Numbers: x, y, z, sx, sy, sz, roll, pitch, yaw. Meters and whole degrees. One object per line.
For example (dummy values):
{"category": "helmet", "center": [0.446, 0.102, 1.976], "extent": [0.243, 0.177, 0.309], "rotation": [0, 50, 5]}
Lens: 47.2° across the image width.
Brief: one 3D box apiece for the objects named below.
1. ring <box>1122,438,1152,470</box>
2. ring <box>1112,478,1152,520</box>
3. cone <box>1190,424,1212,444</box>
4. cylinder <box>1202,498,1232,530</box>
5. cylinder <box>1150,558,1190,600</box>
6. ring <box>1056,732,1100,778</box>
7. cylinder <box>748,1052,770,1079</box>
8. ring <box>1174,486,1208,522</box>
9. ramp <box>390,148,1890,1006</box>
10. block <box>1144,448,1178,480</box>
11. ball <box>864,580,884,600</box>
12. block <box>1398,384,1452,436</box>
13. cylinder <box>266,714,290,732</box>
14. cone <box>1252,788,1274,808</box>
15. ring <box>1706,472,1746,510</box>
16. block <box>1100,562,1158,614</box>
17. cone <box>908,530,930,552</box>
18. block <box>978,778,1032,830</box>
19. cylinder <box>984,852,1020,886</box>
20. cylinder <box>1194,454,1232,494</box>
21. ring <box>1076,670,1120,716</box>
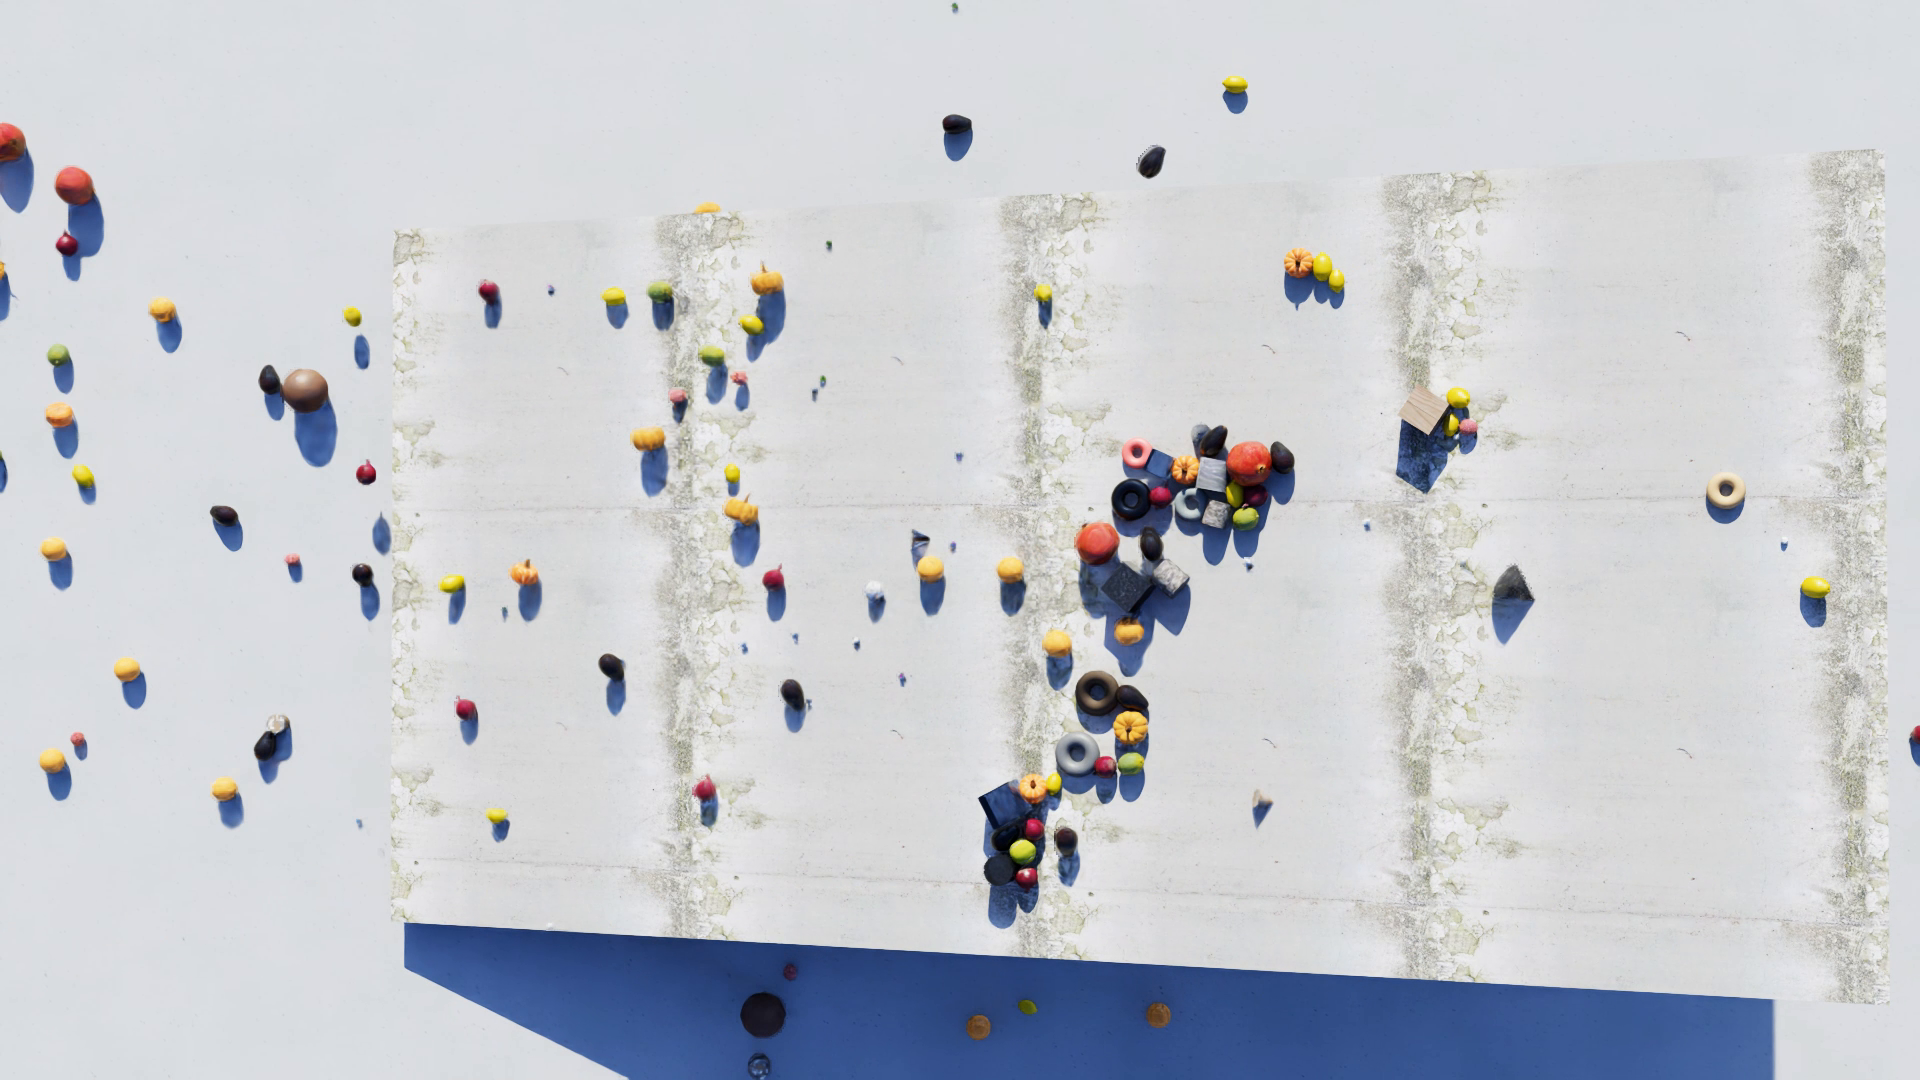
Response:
{"category": "ring", "center": [0.458, -0.224, 5.673], "extent": [0.083, 0.028, 0.083], "rotation": [0, 90, 17]}
{"category": "ring", "center": [0.442, -0.104, 5.671], "extent": [0.109, 0.036, 0.109], "rotation": [-1, 88, 18]}
{"category": "cone", "center": [0.610, -0.271, 5.610], "extent": [0.055, 0.055, 0.055], "rotation": [0, 89, 18]}
{"category": "cylinder", "center": [0.653, -0.066, 5.588], "extent": [0.064, 0.064, 0.064], "rotation": [16, 94, 0]}
{"category": "cylinder", "center": [0.536, 0.099, 5.618], "extent": [0.074, 0.074, 0.074], "rotation": [42, 89, 14]}
{"category": "ring", "center": [0.305, 0.556, 5.705], "extent": [0.120, 0.040, 0.120], "rotation": [0, 90, 17]}
{"category": "cylinder", "center": [-0.585, 1.532, 6.401], "extent": [0.062, 0.062, 0.062], "rotation": [0, 94, -4]}
{"category": "ring", "center": [0.593, -0.091, 5.625], "extent": [0.092, 0.031, 0.092], "rotation": [0, 91, 16]}
{"category": "ramp", "center": [0.276, 0.093, 5.794], "extent": [4.000, 0.100, 2.000], "rotation": [0, 89, 18]}
{"category": "block", "center": [0.515, -0.195, 5.636], "extent": [0.061, 0.061, 0.061], "rotation": [25, 97, 17]}
{"category": "ball", "center": [-0.229, 0.135, 5.876], "extent": [0.052, 0.052, 0.052], "rotation": [0, 89, 0]}
{"category": "block", "center": [1.146, -0.318, 5.418], "extent": [0.090, 0.090, 0.090], "rotation": [35, 99, 15]}
{"category": "cylinder", "center": [-1.990, 0.535, 6.421], "extent": [0.053, 0.053, 0.053], "rotation": [0, 86, -1]}
{"category": "cone", "center": [0.772, 0.659, 5.561], "extent": [0.051, 0.051, 0.051], "rotation": [15, 89, -9]}
{"category": "ring", "center": [1.822, -0.118, 5.230], "extent": [0.089, 0.030, 0.089], "rotation": [0, 89, 19]}
{"category": "block", "center": [0.435, 0.121, 5.640], "extent": [0.093, 0.093, 0.093], "rotation": [42, 101, 14]}
{"category": "cone", "center": [-0.101, -0.003, 5.851], "extent": [0.057, 0.057, 0.057], "rotation": [-15, 89, -30]}
{"category": "block", "center": [0.119, 0.689, 5.735], "extent": [0.092, 0.092, 0.092], "rotation": [-30, 80, 15]}
{"category": "cylinder", "center": [0.110, 0.859, 5.743], "extent": [0.078, 0.078, 0.078], "rotation": [0, 89, 18]}
{"category": "cylinder", "center": [0.643, -0.166, 5.585], "extent": [0.078, 0.078, 0.078], "rotation": [17, 79, 0]}
{"category": "ring", "center": [0.356, 0.397, 5.690], "extent": [0.120, 0.040, 0.120], "rotation": [-1, 88, 18]}
